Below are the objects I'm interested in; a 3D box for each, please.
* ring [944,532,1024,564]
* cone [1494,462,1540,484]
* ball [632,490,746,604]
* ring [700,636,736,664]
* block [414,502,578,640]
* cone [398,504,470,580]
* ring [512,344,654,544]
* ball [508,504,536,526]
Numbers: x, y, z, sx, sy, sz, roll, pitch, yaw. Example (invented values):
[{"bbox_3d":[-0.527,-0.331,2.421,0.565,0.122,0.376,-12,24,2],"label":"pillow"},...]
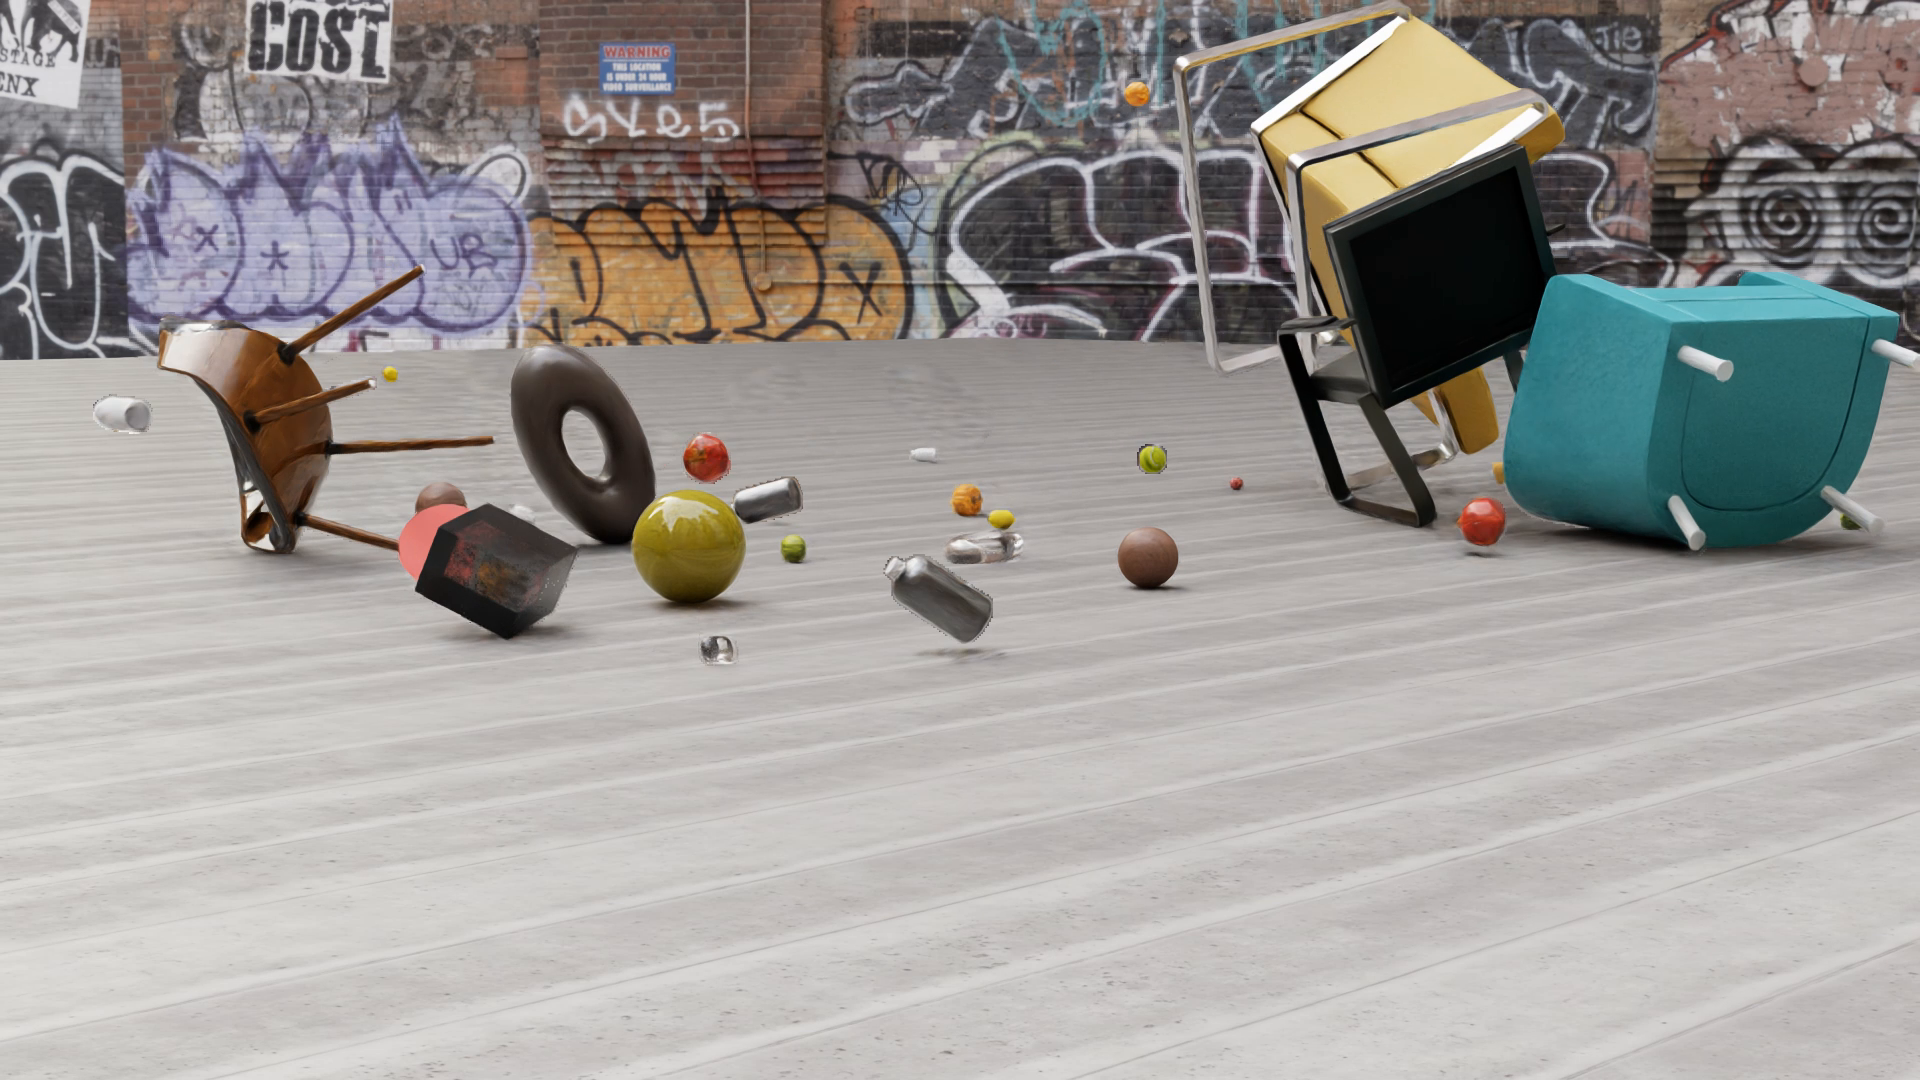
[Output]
[{"bbox_3d":[0.056,0.018,5.968,0.158,0.057,0.284,2,7,25],"label":"ring"},{"bbox_3d":[1.638,-0.210,7.522,0.134,0.067,0.065,-15,-23,26],"label":"cone"},{"bbox_3d":[-0.546,0.013,5.164,0.230,0.230,0.230,0,6,0],"label":"ball"},{"bbox_3d":[-0.408,0.187,4.330,0.049,0.039,0.113,-17,-11,14],"label":"ring"},{"bbox_3d":[-0.855,0.055,4.746,0.197,0.135,0.215,27,18,7],"label":"block"},{"bbox_3d":[-1.063,0.046,5.549,0.229,0.184,0.217,13,-14,20],"label":"cone"},{"bbox_3d":[-0.919,-0.234,6.261,0.291,0.535,0.178,-31,18,-19],"label":"ring"},{"bbox_3d":[-1.126,-0.056,6.588,0.075,0.075,0.075,0,6,0],"label":"ball"}]
